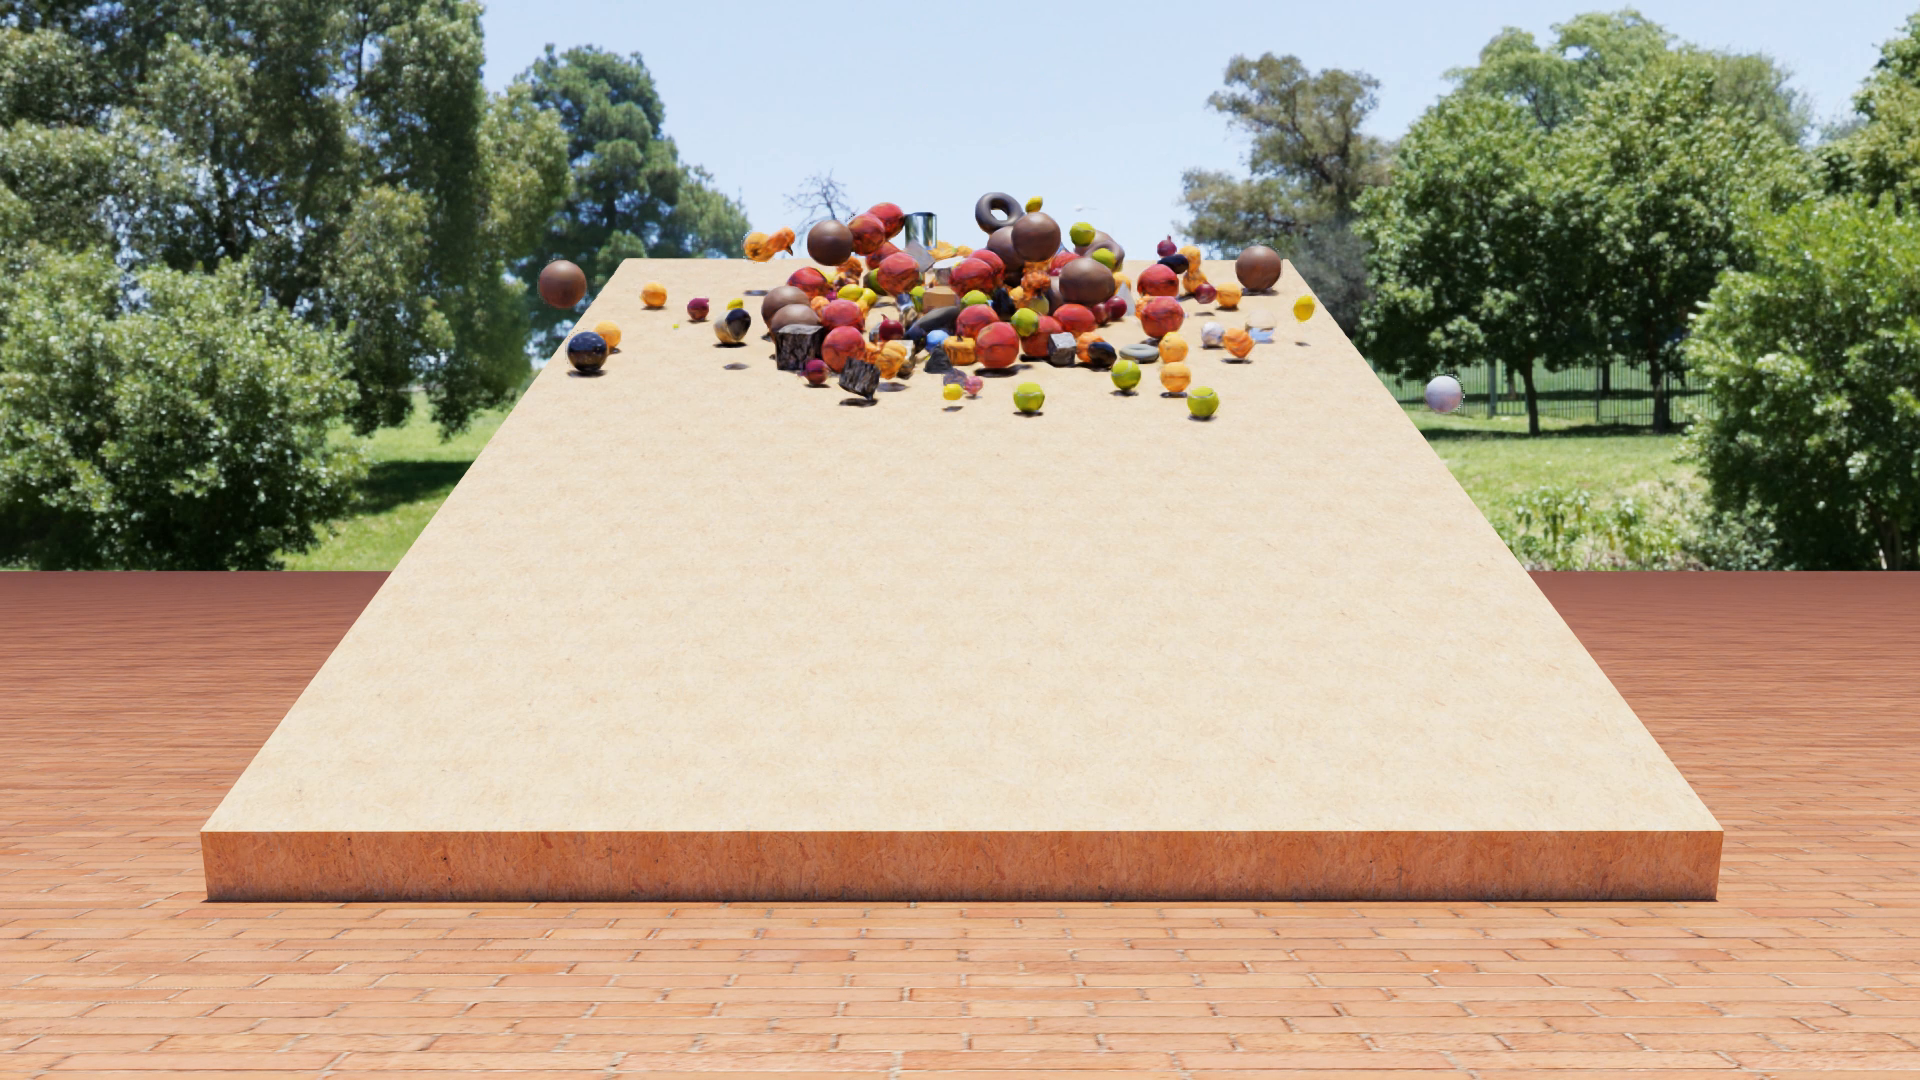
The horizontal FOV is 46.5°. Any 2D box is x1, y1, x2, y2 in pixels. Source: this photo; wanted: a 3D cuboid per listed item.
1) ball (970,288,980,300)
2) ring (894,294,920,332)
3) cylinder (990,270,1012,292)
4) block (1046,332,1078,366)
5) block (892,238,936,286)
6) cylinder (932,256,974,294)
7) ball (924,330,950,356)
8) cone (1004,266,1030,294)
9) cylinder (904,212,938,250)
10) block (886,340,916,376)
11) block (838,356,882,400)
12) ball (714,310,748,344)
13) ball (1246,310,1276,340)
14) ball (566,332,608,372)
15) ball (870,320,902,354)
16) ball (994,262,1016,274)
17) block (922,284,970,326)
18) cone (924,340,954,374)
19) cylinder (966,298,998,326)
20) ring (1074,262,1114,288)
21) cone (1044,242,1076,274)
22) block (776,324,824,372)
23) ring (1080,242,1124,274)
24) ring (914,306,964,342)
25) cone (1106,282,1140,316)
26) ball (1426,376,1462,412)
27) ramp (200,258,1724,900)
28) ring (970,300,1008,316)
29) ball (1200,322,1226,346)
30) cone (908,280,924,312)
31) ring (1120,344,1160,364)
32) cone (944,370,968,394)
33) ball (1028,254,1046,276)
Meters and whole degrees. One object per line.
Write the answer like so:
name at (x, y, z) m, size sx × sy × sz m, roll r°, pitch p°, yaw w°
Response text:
ball at (0.015, -0.649, 6.009) m, size 0.072 × 0.072 × 0.072 m, roll 0°, pitch -1°, yaw 0°
ring at (-0.135, -0.582, 5.745) m, size 0.036 × 0.108 × 0.108 m, roll -24°, pitch 5°, yaw -12°
cylinder at (0.121, -0.724, 6.264) m, size 0.055 × 0.055 × 0.055 m, roll -15°, pitch -7°, yaw 25°
block at (0.249, -0.465, 5.439) m, size 0.054 × 0.054 × 0.054 m, roll -6°, pitch 45°, yaw -17°
block at (-0.126, -0.758, 6.092) m, size 0.084 × 0.084 × 0.084 m, roll 44°, pitch -3°, yaw -1°
cylinder at (-0.018, -0.692, 5.919) m, size 0.090 × 0.090 × 0.090 m, roll -12°, pitch 21°, yaw 5°
ball at (-0.056, -0.484, 5.508) m, size 0.066 × 0.066 × 0.066 m, roll 0°, pitch -1°, yaw 0°
cone at (0.167, -0.696, 6.094) m, size 0.071 × 0.071 × 0.071 m, roll -39°, pitch -11°, yaw -9°
cylinder at (-0.109, -0.872, 6.319) m, size 0.092 × 0.092 × 0.092 m, roll -2°, pitch -1°, yaw 0°
block at (-0.141, -0.436, 5.336) m, size 0.058 × 0.058 × 0.058 m, roll 3°, pitch -40°, yaw 10°
block at (-0.227, -0.368, 5.081) m, size 0.068 × 0.068 × 0.068 m, roll 19°, pitch -5°, yaw 14°
ball at (-0.578, -0.536, 5.636) m, size 0.084 × 0.084 × 0.084 m, roll 0°, pitch -1°, yaw 0°
ball at (0.766, -0.547, 5.687) m, size 0.078 × 0.078 × 0.078 m, roll 0°, pitch -1°, yaw 0°
ball at (-0.890, -0.450, 5.344) m, size 0.099 × 0.099 × 0.099 m, roll 0°, pitch -1°, yaw 0°
ball at (-0.183, -0.498, 5.501) m, size 0.081 × 0.081 × 0.081 m, roll 0°, pitch -1°, yaw 0°
ball at (0.129, -0.764, 6.361) m, size 0.060 × 0.060 × 0.060 m, roll 0°, pitch -1°, yaw 0°
block at (-0.036, -0.610, 5.851) m, size 0.092 × 0.092 × 0.092 m, roll 8°, pitch 21°, yaw 24°
cone at (-0.049, -0.444, 5.365) m, size 0.078 × 0.078 × 0.078 m, roll 0°, pitch 18°, yaw 0°
cylinder at (0.057, -0.597, 5.865) m, size 0.059 × 0.059 × 0.059 m, roll -24°, pitch -11°, yaw 24°
ring at (0.376, -0.743, 6.288) m, size 0.115 × 0.038 × 0.115 m, roll 9°, pitch -19°, yaw 3°
cone at (0.302, -0.775, 6.313) m, size 0.096 × 0.096 × 0.096 m, roll 29°, pitch -10°, yaw -17°
block at (-0.386, -0.464, 5.403) m, size 0.092 × 0.092 × 0.092 m, roll 5°, pitch 19°, yaw 14°
ring at (0.405, -0.796, 6.366) m, size 0.137 × 0.137 × 0.046 m, roll -1°, pitch -39°, yaw 39°
ring at (-0.052, -0.545, 5.644) m, size 0.135 × 0.045 × 0.135 m, roll -20°, pitch -15°, yaw -6°
cone at (0.439, -0.653, 5.996) m, size 0.089 × 0.089 × 0.089 m, roll 0°, pitch 18°, yaw 0°
ball at (1.101, -0.332, 5.088) m, size 0.082 × 0.082 × 0.082 m, roll 0°, pitch -1°, yaw 0°
ramp at (-0.003, -0.185, 4.852) m, size 2.000 × 0.100 × 4.000 m, roll 0°, pitch 18°, yaw 0°
ring at (0.075, -0.620, 5.953) m, size 0.108 × 0.036 × 0.108 m, roll 5°, pitch 4°, yaw 0°
ball at (0.635, -0.517, 5.617) m, size 0.063 × 0.063 × 0.063 m, roll 0°, pitch -1°, yaw 0°
cone at (-0.114, -0.663, 6.036) m, size 0.083 × 0.083 × 0.083 m, roll 0°, pitch 18°, yaw 0°
ring at (0.440, -0.457, 5.482) m, size 0.097 × 0.032 × 0.097 m, roll 1°, pitch 19°, yaw 0°
cone at (-0.012, -0.363, 5.192) m, size 0.058 × 0.058 × 0.058 m, roll 0°, pitch -6°, yaw -4°
ball at (0.225, -0.789, 6.431) m, size 0.062 × 0.062 × 0.062 m, roll 0°, pitch -1°, yaw 0°
